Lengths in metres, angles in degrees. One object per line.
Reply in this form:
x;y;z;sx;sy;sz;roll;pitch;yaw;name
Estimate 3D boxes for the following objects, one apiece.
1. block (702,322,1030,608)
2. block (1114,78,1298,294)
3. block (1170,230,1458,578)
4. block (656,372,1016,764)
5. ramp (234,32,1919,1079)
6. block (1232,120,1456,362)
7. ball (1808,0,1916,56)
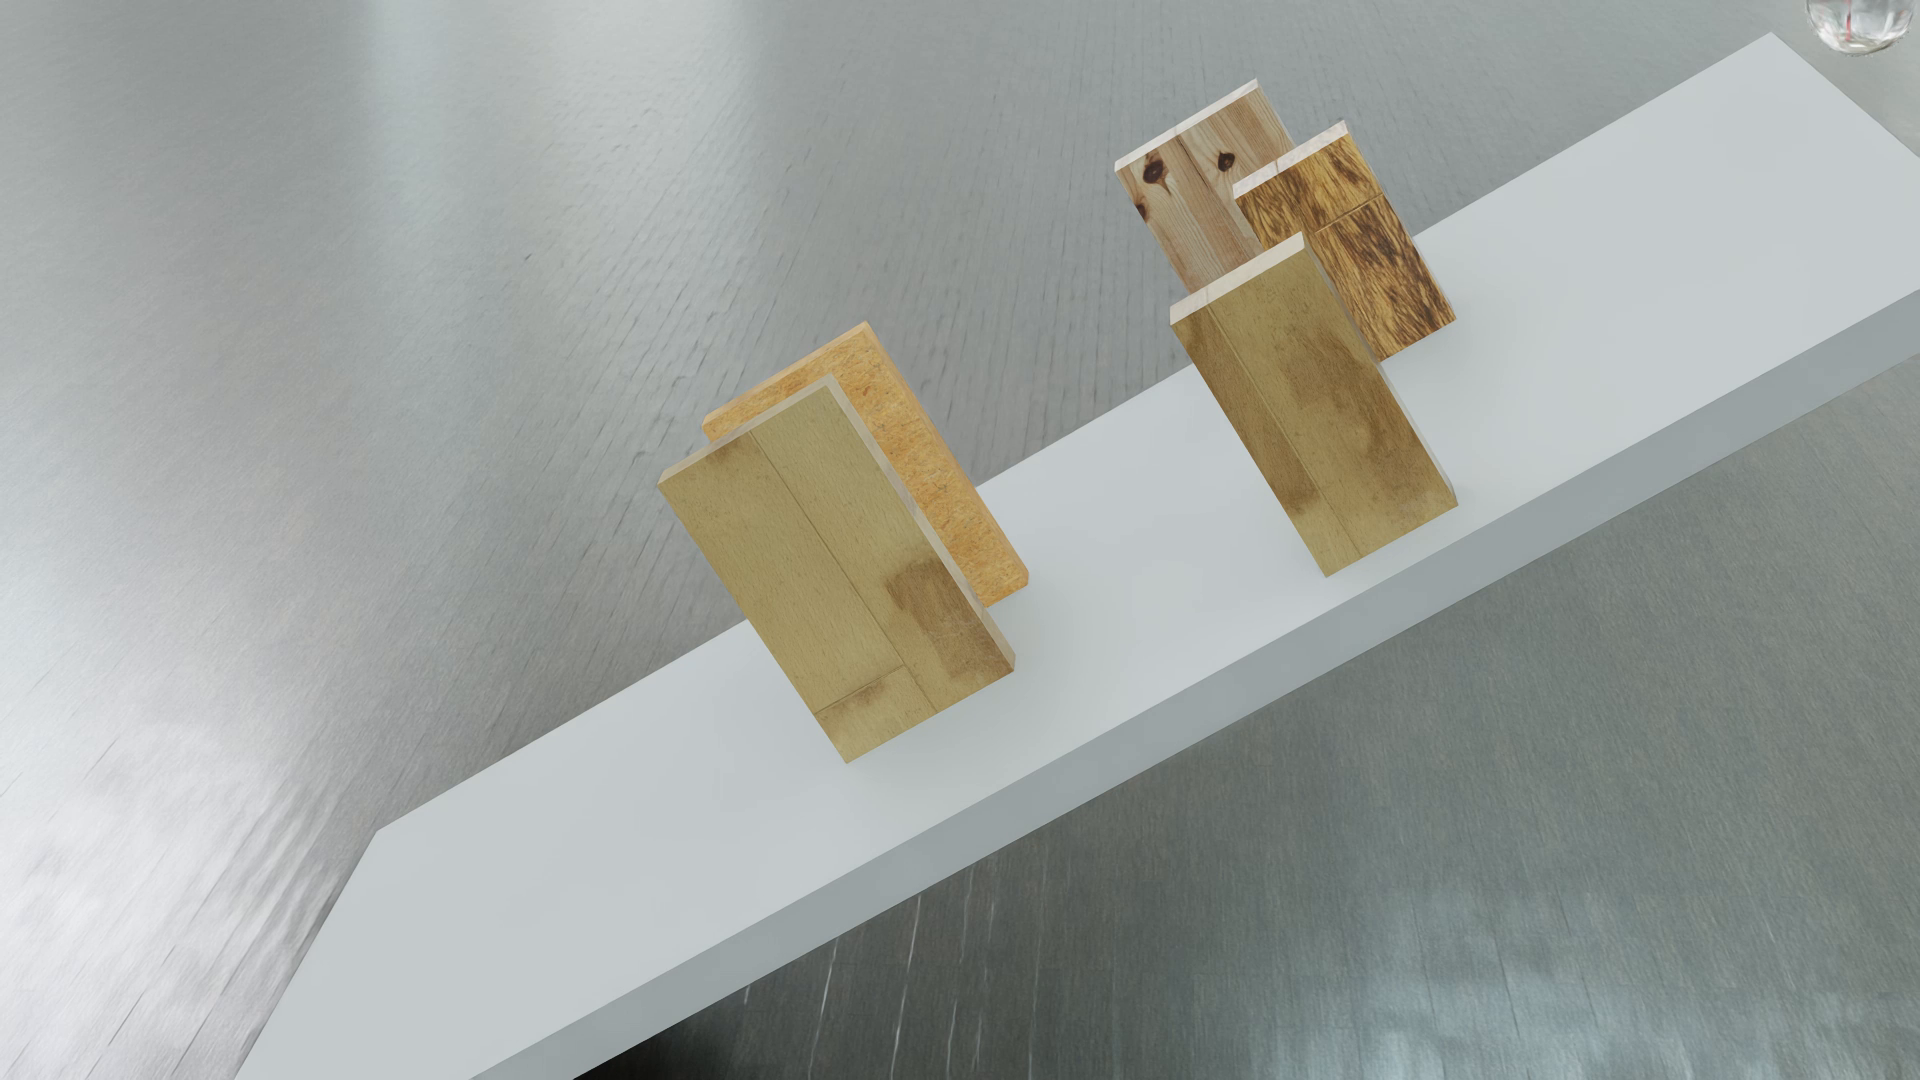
-0.200;-0.085;6.315;0.409;0.660;0.080;-30;15;13;block
0.661;-0.730;6.806;0.377;0.544;0.111;-30;15;13;block
0.636;-0.241;5.287;0.271;0.552;0.126;-30;15;13;block
-0.242;0.062;5.866;0.399;0.693;0.089;-30;15;13;block
0.141;0.169;6.290;4.000;0.100;2.000;-30;15;13;ramp
0.818;-0.614;6.263;0.272;0.466;0.138;-30;15;13;block
1.701;-1.014;5.550;0.195;0.195;0.195;0;20;0;ball
